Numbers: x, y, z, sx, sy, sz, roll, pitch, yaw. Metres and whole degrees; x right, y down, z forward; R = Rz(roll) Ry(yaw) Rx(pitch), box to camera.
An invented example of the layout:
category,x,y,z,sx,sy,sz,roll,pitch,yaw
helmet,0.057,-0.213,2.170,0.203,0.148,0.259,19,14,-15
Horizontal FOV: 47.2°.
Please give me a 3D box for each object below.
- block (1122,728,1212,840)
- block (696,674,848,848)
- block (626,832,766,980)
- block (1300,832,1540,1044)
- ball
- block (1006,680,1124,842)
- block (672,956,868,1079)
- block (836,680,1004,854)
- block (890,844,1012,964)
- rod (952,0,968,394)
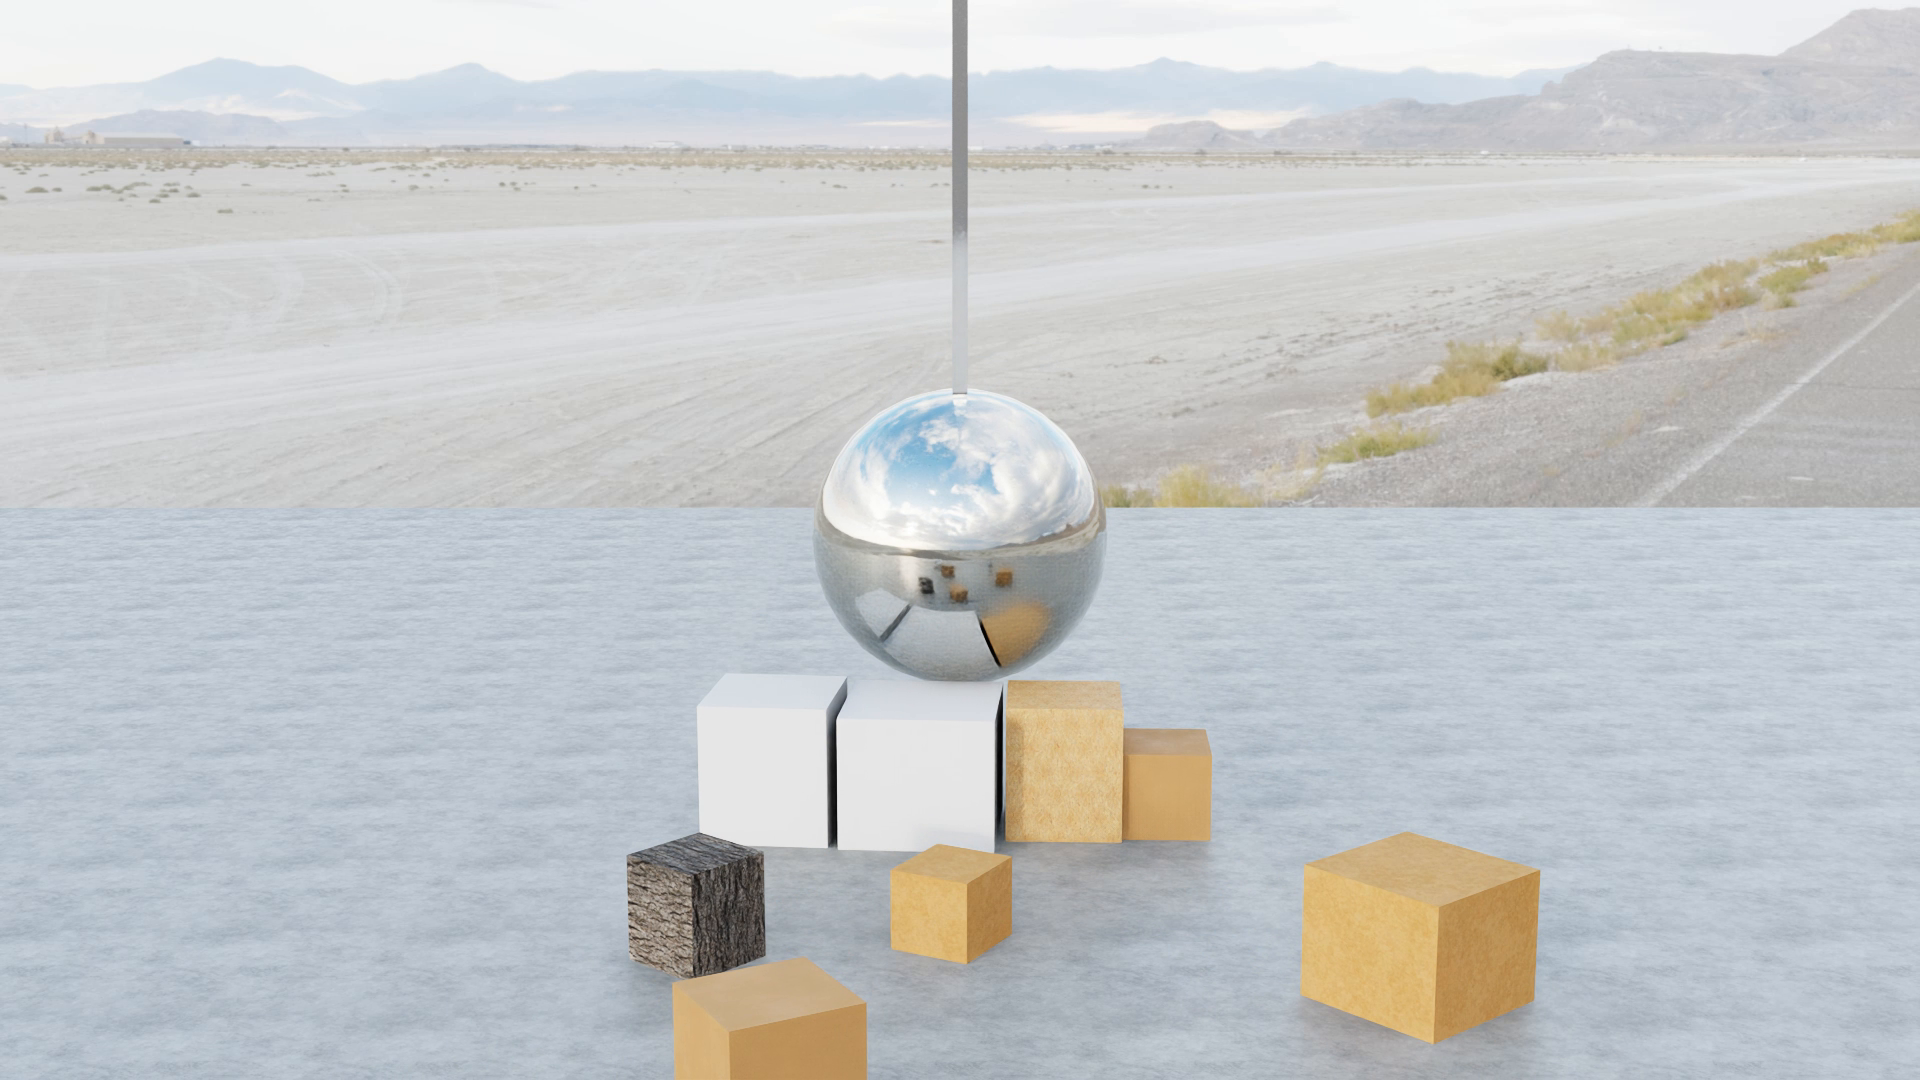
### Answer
category,x,y,z,sx,sy,sz,roll,pitch,yaw
block,1.057,1.260,11.387,0.451,0.446,0.515,0,10,2
block,-0.955,1.128,11.358,0.652,0.717,0.696,1,10,6
block,-1.141,1.585,9.526,0.413,0.474,0.421,9,14,40
block,1.895,1.620,9.072,0.677,0.566,0.678,-9,14,-40
ball,0.000,-0.019,11.874,1.600,1.600,1.600,0,10,0
block,0.536,1.136,11.374,0.588,0.694,0.591,0,10,2
block,-0.663,1.860,7.661,0.510,0.599,0.497,-6,12,-29
block,-0.191,1.153,11.330,0.784,0.678,0.802,1,10,4
block,-0.036,1.604,9.730,0.380,0.363,0.418,6,12,28
rod,0.000,-3.273,10.887,0.080,5.200,0.080,0,17,0
